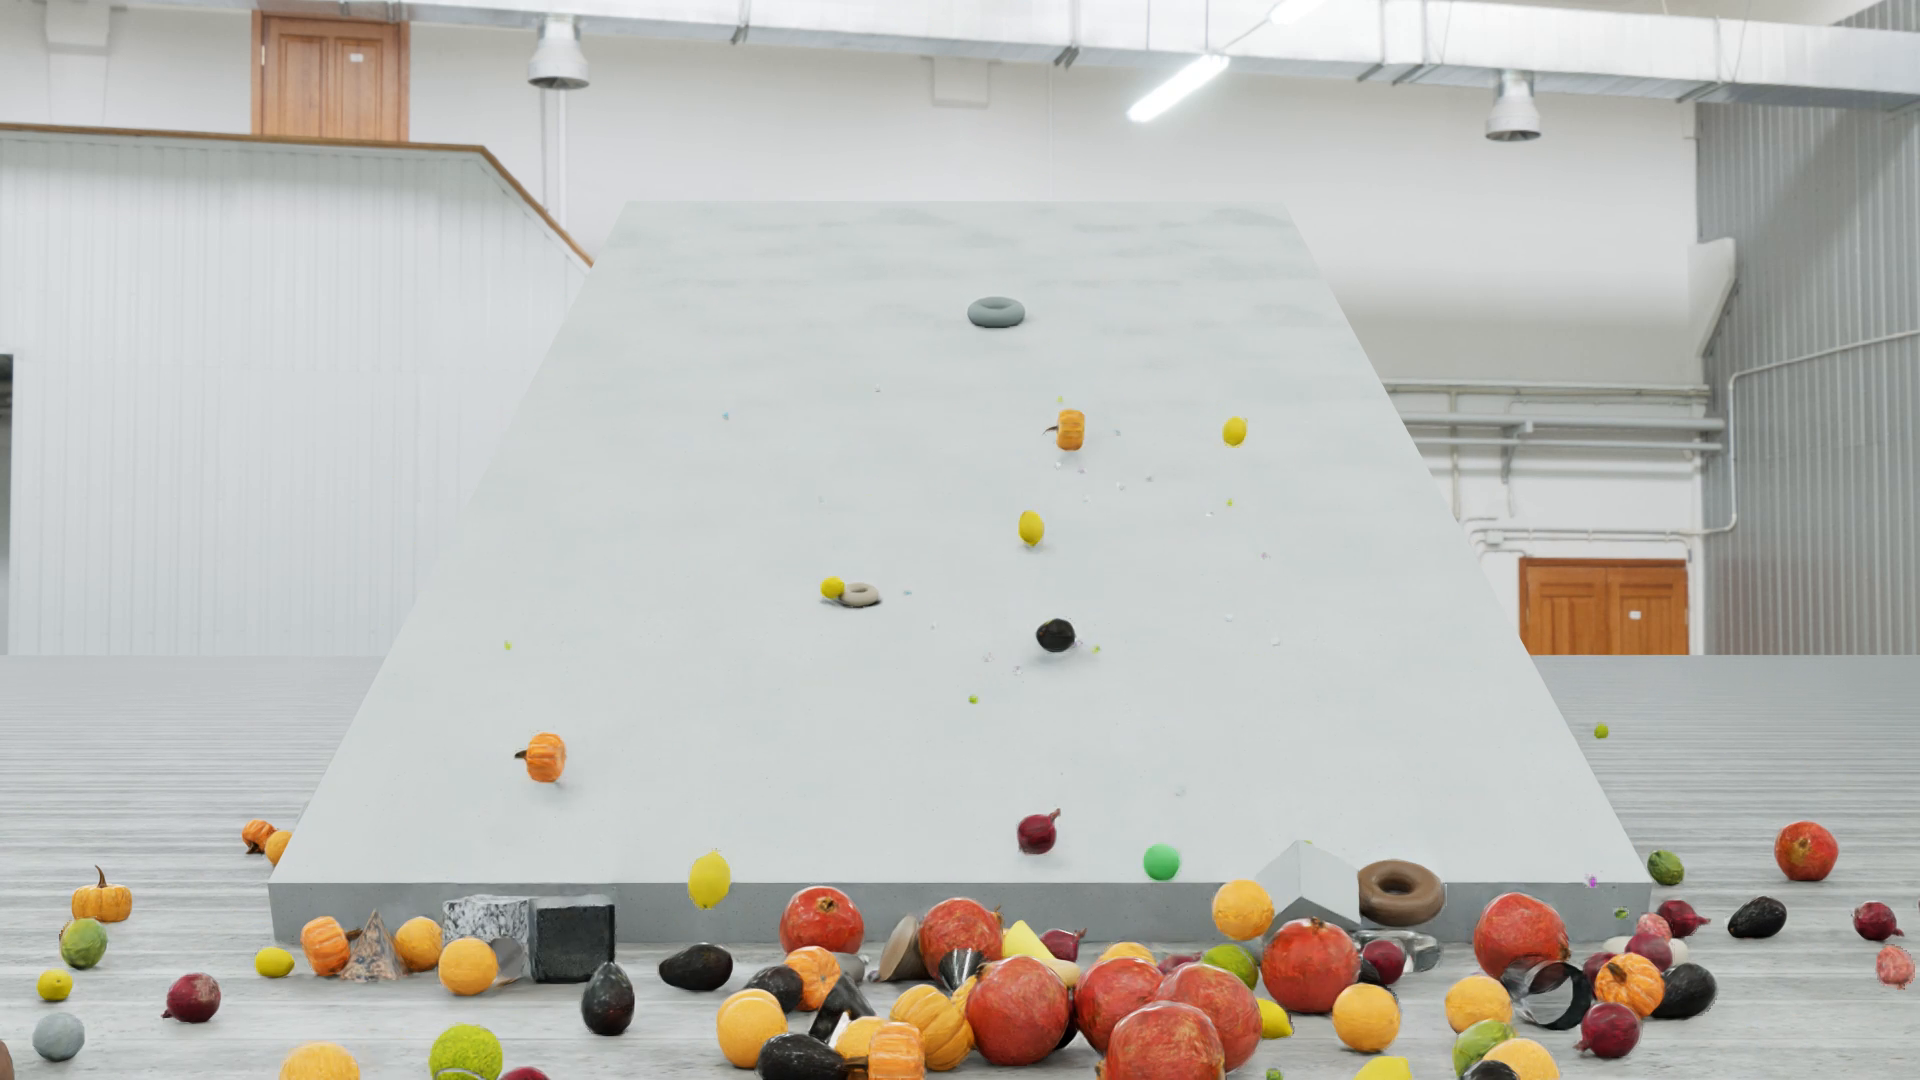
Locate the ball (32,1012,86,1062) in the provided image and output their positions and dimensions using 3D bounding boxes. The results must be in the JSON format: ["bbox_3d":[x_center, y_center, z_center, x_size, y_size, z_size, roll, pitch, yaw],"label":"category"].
[{"bbox_3d":[-0.935,0.515,2.390,0.051,0.051,0.051,0,-3,0],"label":"ball"}]

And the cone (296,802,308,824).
[{"bbox_3d":[-1.614,0.670,5.681,0.052,0.052,0.052,0,-3,0],"label":"cone"}]

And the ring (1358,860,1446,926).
[{"bbox_3d":[0.620,0.500,3.267,0.134,0.045,0.134,-1,26,1],"label":"ring"}]

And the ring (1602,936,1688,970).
[{"bbox_3d":[0.924,0.557,3.106,0.113,0.038,0.113,0,-4,0],"label":"ring"}]

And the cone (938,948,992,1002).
[{"bbox_3d":[0.002,0.546,2.815,0.067,0.067,0.067,0,24,7],"label":"cone"}]

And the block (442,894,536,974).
[{"bbox_3d":[-0.627,0.527,3.079,0.093,0.093,0.093,-1,-3,18],"label":"block"}]

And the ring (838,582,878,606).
[{"bbox_3d":[-0.188,0.101,4.245,0.076,0.025,0.076,-1,22,1],"label":"ring"}]

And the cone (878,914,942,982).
[{"bbox_3d":[-0.042,0.548,2.981,0.095,0.095,0.095,28,-10,-13],"label":"cone"}]

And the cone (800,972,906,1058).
[{"bbox_3d":[-0.099,0.520,2.415,0.099,0.099,0.099,26,1,9],"label":"cone"}]

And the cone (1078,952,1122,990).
[{"bbox_3d":[0.169,0.553,2.899,0.052,0.052,0.052,-27,-6,5],"label":"cone"}]

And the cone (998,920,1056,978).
[{"bbox_3d":[0.102,0.543,2.978,0.080,0.080,0.080,18,5,23],"label":"cone"}]

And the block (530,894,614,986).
[{"bbox_3d":[-0.505,0.519,2.994,0.099,0.099,0.099,0,0,-16],"label":"block"}]

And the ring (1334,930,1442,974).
[{"bbox_3d":[0.573,0.551,3.087,0.142,0.047,0.142,1,-4,0],"label":"ring"}]

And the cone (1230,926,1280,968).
[{"bbox_3d":[0.405,0.562,3.104,0.059,0.059,0.059,27,5,16],"label":"cone"}]

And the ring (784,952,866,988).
[{"bbox_3d":[-0.173,0.550,2.947,0.104,0.035,0.104,-1,-1,0],"label":"ring"}]

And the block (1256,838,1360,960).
[{"bbox_3d":[0.476,0.493,3.164,0.100,0.100,0.100,27,-50,-18],"label":"block"}]

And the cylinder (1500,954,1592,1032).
[{"bbox_3d":[0.665,0.514,2.618,0.077,0.077,0.077,0,-3,-10],"label":"cylinder"}]

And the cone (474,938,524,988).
[{"bbox_3d":[-0.578,0.553,2.955,0.067,0.067,0.067,-1,-29,14],"label":"cone"}]

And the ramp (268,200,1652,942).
[{"bbox_3d":[-0.007,-0.223,5.193,2.000,0.100,4.000,0,22,0],"label":"ramp"}]

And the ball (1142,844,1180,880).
[{"bbox_3d":[0.291,0.465,3.328,0.054,0.054,0.054,0,-3,0],"label":"ball"}]

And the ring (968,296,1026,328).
[{"bbox_3d":[0.092,-0.580,5.861,0.149,0.050,0.149,-1,24,0],"label":"ring"}]

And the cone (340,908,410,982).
[{"bbox_3d":[-0.764,0.525,3.010,0.091,0.091,0.091,0,-3,0],"label":"cone"}]

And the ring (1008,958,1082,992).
[{"bbox_3d":[0.107,0.550,2.915,0.095,0.032,0.095,1,-2,0],"label":"ring"}]
